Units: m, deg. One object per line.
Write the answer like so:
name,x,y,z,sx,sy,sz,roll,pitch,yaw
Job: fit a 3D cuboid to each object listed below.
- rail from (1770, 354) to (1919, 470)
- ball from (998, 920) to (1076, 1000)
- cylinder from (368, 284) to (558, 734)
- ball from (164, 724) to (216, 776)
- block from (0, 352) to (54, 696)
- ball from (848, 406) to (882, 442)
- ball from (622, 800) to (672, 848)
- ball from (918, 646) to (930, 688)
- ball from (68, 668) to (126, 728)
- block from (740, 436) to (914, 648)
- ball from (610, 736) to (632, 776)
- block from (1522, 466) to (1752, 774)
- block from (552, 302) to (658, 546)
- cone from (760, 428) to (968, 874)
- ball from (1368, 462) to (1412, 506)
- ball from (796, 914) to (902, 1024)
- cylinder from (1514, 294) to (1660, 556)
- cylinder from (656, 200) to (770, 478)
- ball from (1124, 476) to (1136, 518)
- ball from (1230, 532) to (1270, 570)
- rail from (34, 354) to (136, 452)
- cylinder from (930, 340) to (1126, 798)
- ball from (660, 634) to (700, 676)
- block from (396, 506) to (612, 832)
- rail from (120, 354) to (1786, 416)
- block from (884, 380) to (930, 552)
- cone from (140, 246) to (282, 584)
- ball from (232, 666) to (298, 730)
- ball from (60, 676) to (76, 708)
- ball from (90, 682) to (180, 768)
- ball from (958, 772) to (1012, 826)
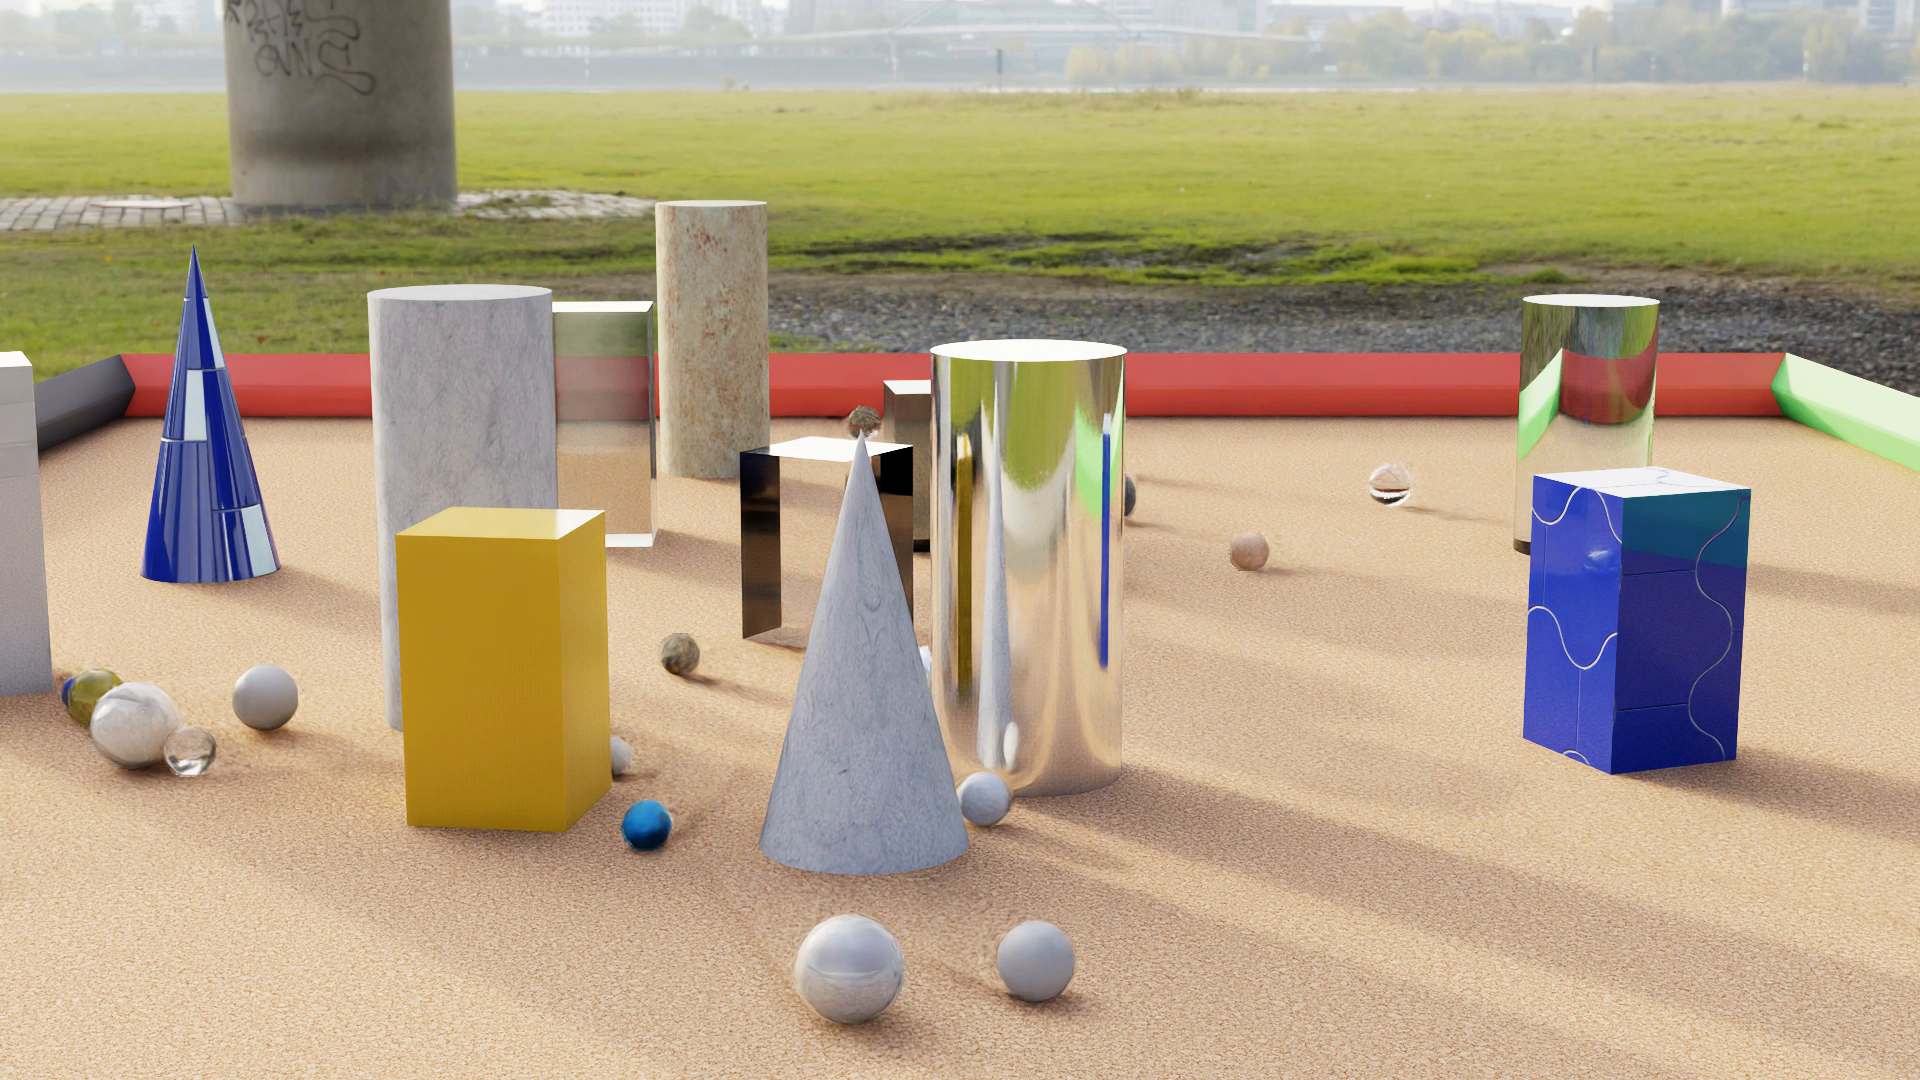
rail,1.729,0.032,3.458,0.045,0.130,3.969,0,10,0
ball,0.060,0.332,2.026,0.062,0.062,0.062,0,10,0
cylinder,-0.550,-0.036,2.867,0.200,0.481,0.200,0,10,0
ball,-0.800,0.218,2.667,0.053,0.053,0.053,0,10,0
block,-1.174,-0.019,3.031,0.160,0.386,0.160,-5,11,-23
ball,-0.187,-0.227,5.036,0.068,0.068,0.068,0,10,0
ball,-0.295,0.268,2.416,0.046,0.046,0.046,0,10,0
ball,-0.048,0.156,2.960,0.068,0.068,0.068,0,10,0
ball,-0.958,0.176,2.855,0.067,0.067,0.067,0,10,0
block,-0.170,0.003,3.306,0.160,0.244,0.160,6,12,30
ball,-0.362,0.224,2.668,0.040,0.040,0.040,0,10,0
block,0.721,0.082,2.745,0.160,0.292,0.160,-4,11,-21
block,-0.557,-0.182,3.981,0.160,0.361,0.160,-1,10,-3
cone,-0.091,0.091,2.402,0.200,0.398,0.200,0,10,0
ball,0.719,-0.092,4.288,0.074,0.074,0.074,0,10,0
ball,-0.085,0.330,1.978,0.083,0.083,0.083,0,10,0
cylinder,0.945,-0.172,3.877,0.200,0.380,0.200,0,10,0
cylinder,-0.446,-0.367,4.646,0.200,0.483,0.200,0,10,0
ball,0.245,-0.071,4.151,0.082,0.082,0.082,0,10,0
ball,0.424,0.017,3.747,0.056,0.056,0.056,0,10,0
rail,-1.729,0.035,3.439,0.045,0.130,3.969,0,10,0
cylinder,0.070,0.024,2.645,0.200,0.442,0.200,0,10,0
ball,-0.339,0.139,3.103,0.049,0.049,0.049,0,10,0
block,-0.447,0.124,2.533,0.160,0.287,0.160,1,11,8
rail,-0.011,-0.323,5.377,3.505,0.130,0.045,0,10,0
block,-0.029,-0.116,3.954,0.160,0.242,0.160,-1,11,-8
cone,-1.096,-0.191,3.713,0.200,0.476,0.200,0,10,0
ball,-0.771,0.175,2.845,0.072,0.072,0.072,0,10,0
ball,-1.006,0.176,2.930,0.040,0.040,0.040,0,10,0
ball,-0.865,0.194,2.692,0.090,0.090,0.090,0,10,0
ball,0.024,0.251,2.490,0.053,0.053,0.053,0,10,0
